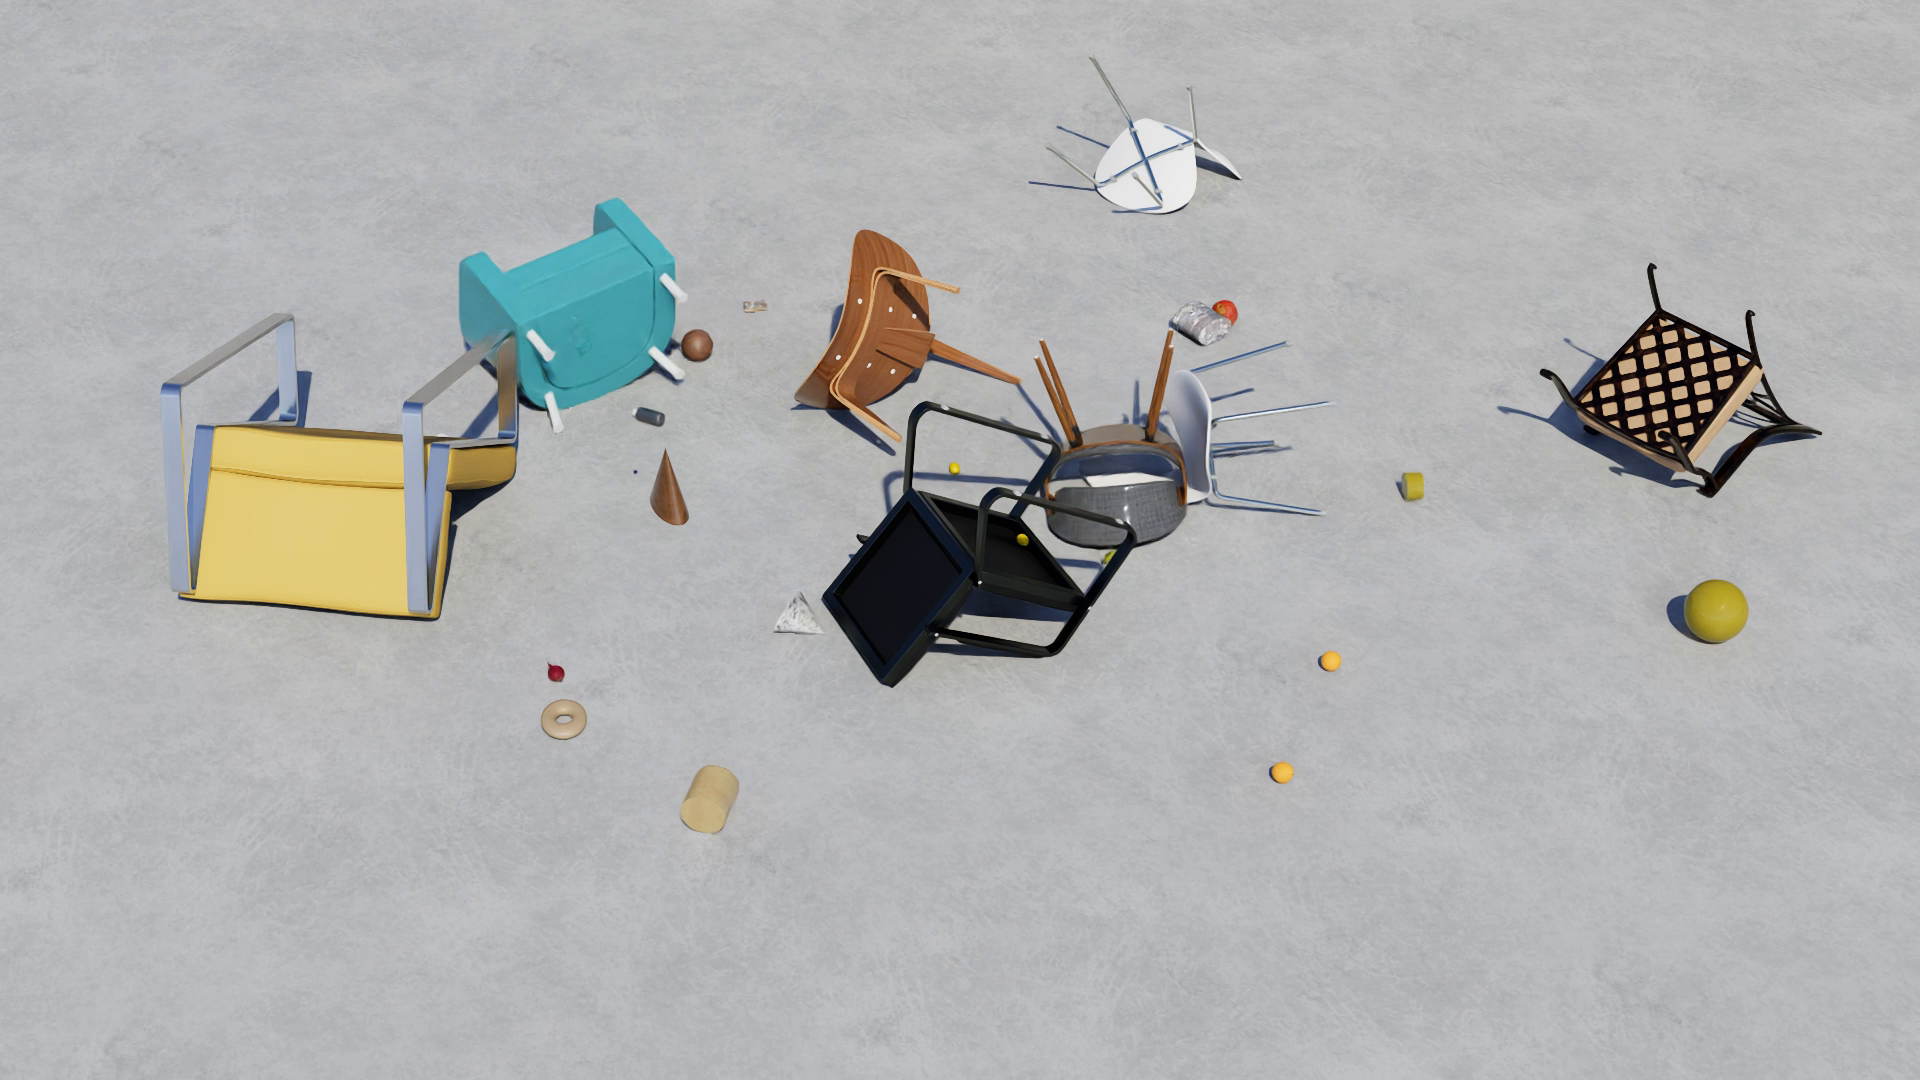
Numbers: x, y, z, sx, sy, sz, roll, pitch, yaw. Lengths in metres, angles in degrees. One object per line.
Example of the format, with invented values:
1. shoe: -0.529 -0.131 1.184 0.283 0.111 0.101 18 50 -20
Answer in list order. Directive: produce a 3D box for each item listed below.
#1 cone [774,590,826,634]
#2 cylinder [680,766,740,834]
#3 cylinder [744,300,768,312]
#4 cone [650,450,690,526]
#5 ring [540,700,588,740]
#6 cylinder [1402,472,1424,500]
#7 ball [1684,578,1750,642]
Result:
1. cone: -0.546 0.292 10.441 0.165 0.140 0.193 31 49 3
2. cylinder: -0.812 0.843 9.531 0.153 0.147 0.170 21 35 0
3. cylinder: -0.867 -0.991 12.417 0.092 0.034 0.060 -7 39 -11
4. cone: -1.104 -0.235 11.060 0.125 0.265 0.275 -14 36 -20
5. ring: -1.348 0.609 9.981 0.159 0.044 0.206 -4 34 -7
6. cylinder: 1.725 -0.204 11.164 0.065 0.094 0.105 -3 72 -4
7. ball: 2.672 0.250 10.361 0.225 0.225 0.225 0 33 0
